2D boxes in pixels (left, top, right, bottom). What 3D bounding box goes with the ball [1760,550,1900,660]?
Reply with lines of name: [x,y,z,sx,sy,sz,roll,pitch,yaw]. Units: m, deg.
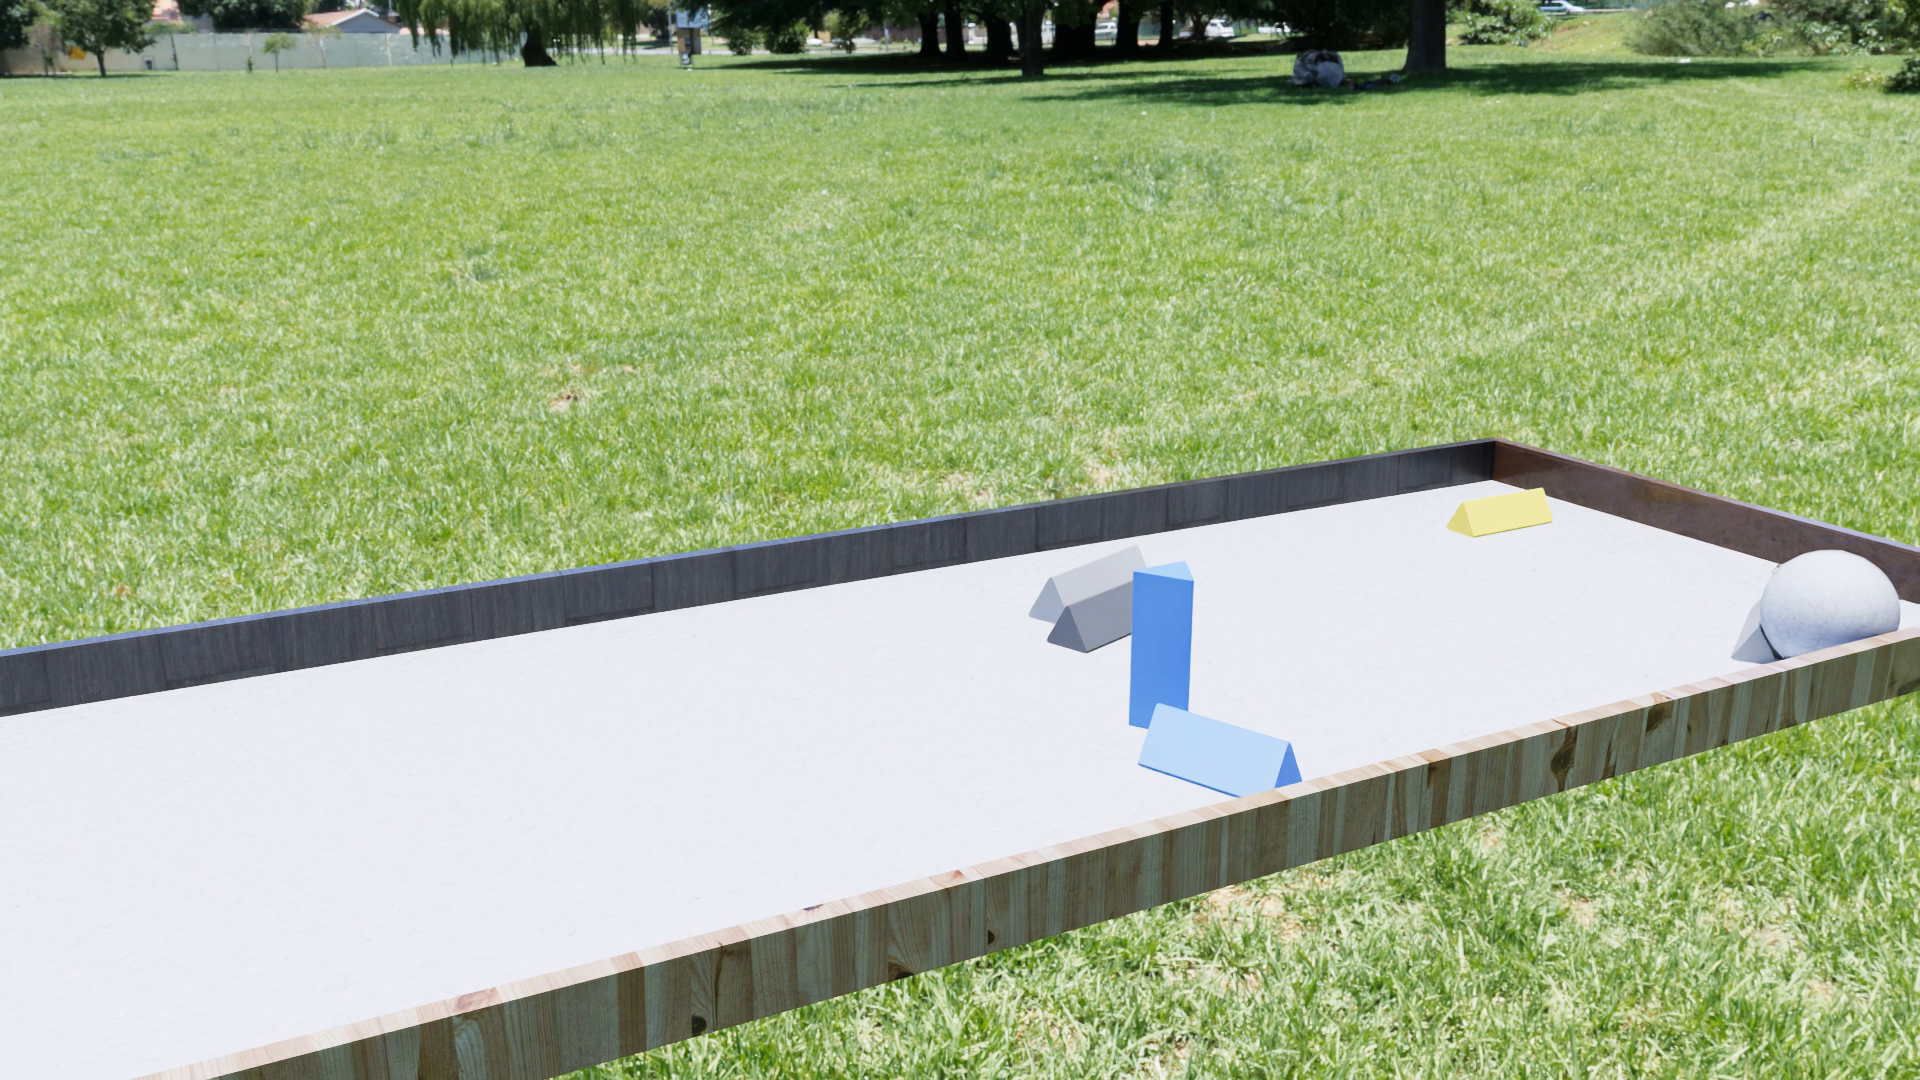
ball: [2.200,0.182,4.176,0.316,0.316,0.316,0,16,0]

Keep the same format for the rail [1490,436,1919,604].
rail: [2.466,-0.048,5.253,0.050,0.150,2.100,-9,18,-27]

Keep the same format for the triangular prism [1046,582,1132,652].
triangular prism: [0.421,0.185,4.511,0.133,0.115,0.417,14,22,39]

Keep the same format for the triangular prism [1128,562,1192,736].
triangular prism: [0.491,0.247,3.843,0.147,0.379,0.127,9,19,29]

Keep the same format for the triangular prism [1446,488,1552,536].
triangular prism: [1.807,-0.101,5.502,0.372,0.104,0.120,-9,19,-28]

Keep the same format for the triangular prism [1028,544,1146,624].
triangular prism: [0.384,0.119,4.708,0.149,0.129,0.416,14,21,38]

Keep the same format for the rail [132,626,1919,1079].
rail: [-2.336,1.006,1.665,12.000,0.150,0.050,-9,18,-27]

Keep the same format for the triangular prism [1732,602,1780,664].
triangular prism: [2.171,0.216,4.443,0.110,0.095,0.458,9,19,29]

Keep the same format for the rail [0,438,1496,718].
rail: [-3.305,0.497,3.399,12.000,0.150,0.050,-9,18,-27]
